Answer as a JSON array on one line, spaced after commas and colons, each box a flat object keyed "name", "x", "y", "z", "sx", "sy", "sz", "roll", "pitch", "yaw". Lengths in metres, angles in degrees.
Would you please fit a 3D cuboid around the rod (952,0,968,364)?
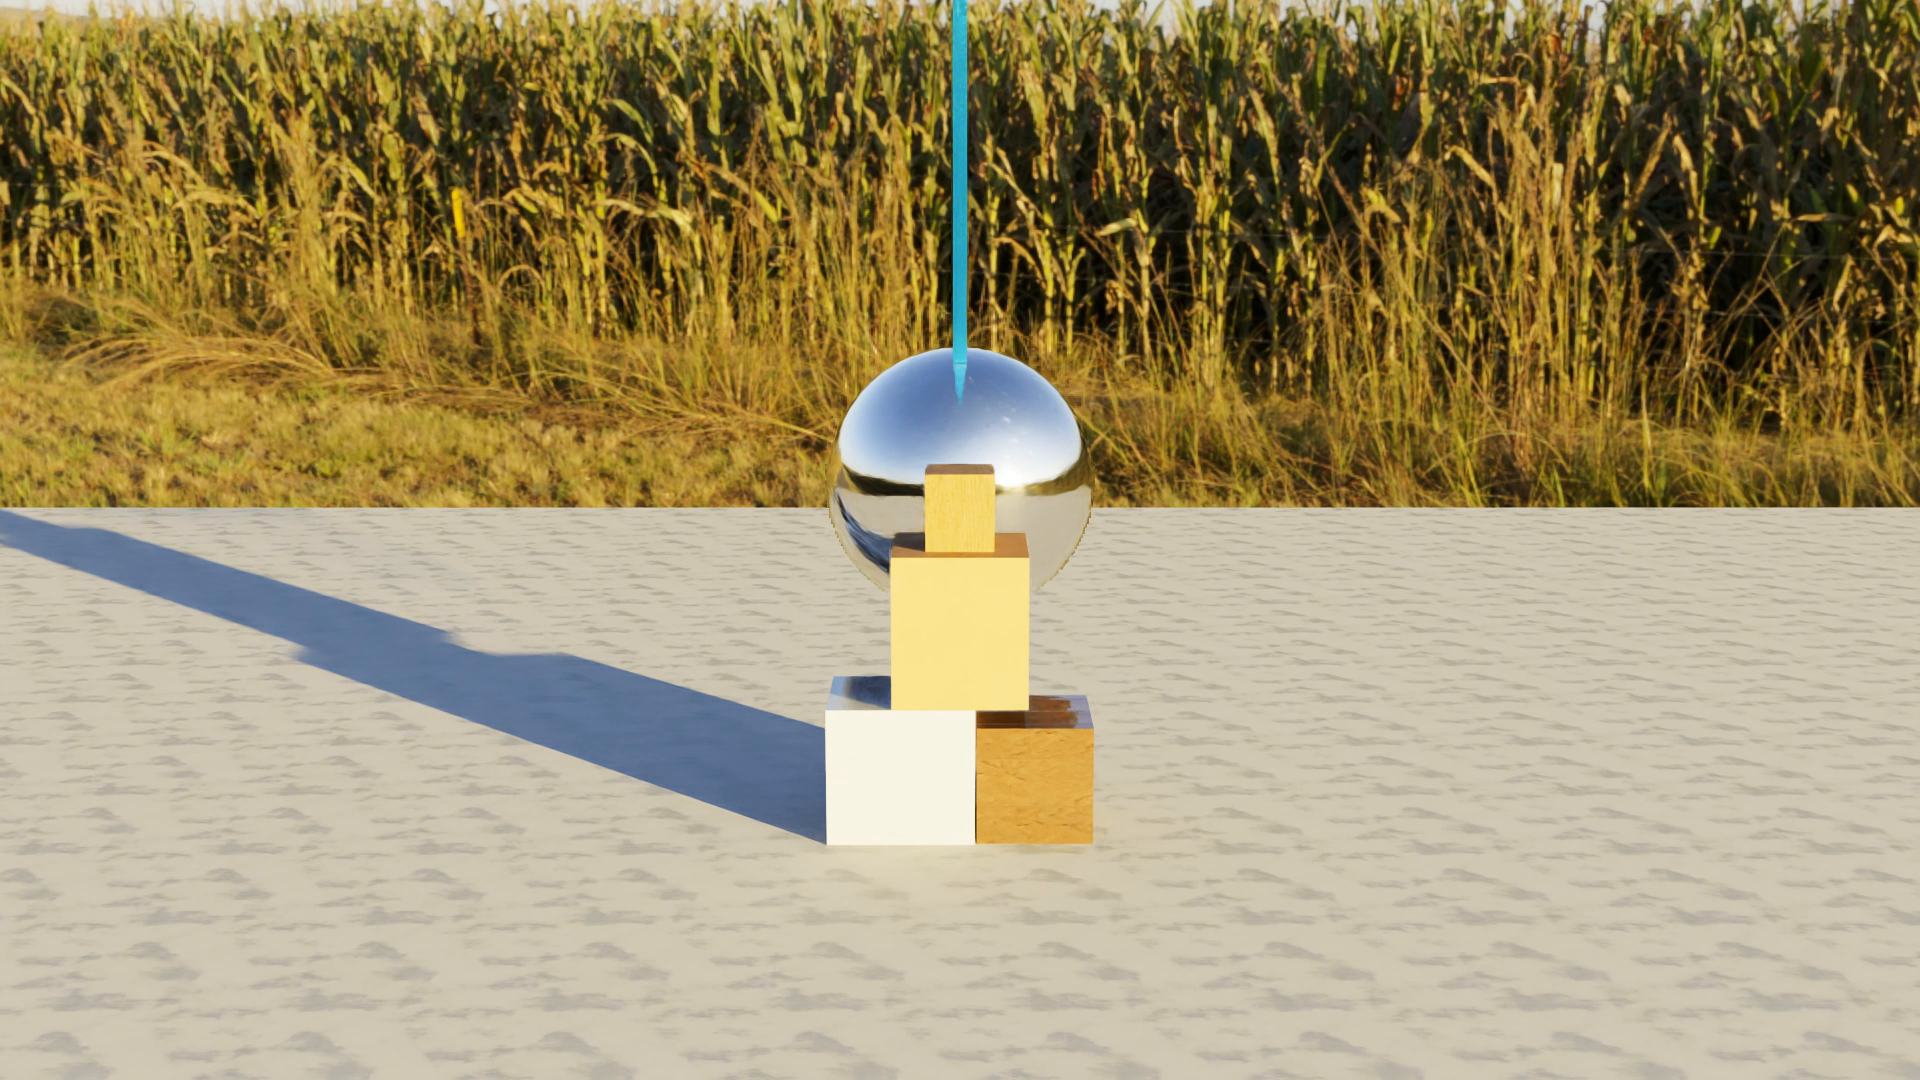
[{"name": "rod", "x": 0.000, "y": -3.287, "z": 11.496, "sx": 0.080, "sy": 5.200, "sz": 0.080, "roll": 0, "pitch": 31, "yaw": 0}]

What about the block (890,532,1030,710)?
[{"name": "block", "x": 0.000, "y": 0.406, "z": 11.265, "sx": 0.684, "sy": 0.774, "sz": 0.707, "roll": 0, "pitch": 10, "yaw": 0}]

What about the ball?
[{"name": "ball", "x": 0.000, "y": -0.359, "z": 13.223, "sx": 1.600, "sy": 1.600, "sz": 1.600, "roll": 0, "pitch": 10, "yaw": 0}]

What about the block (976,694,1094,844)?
[{"name": "block", "x": 0.378, "y": 1.180, "z": 11.402, "sx": 0.587, "sy": 0.600, "sz": 0.682, "roll": 0, "pitch": 10, "yaw": 0}]

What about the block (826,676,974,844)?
[{"name": "block", "x": -0.299, "y": 1.131, "z": 11.393, "sx": 0.745, "sy": 0.698, "sz": 0.718, "roll": 0, "pitch": 10, "yaw": 0}]

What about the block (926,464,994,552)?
[{"name": "block", "x": 0.000, "y": -0.166, "z": 11.155, "sx": 0.345, "sy": 0.390, "sz": 0.364, "roll": 0, "pitch": 10, "yaw": 0}]
